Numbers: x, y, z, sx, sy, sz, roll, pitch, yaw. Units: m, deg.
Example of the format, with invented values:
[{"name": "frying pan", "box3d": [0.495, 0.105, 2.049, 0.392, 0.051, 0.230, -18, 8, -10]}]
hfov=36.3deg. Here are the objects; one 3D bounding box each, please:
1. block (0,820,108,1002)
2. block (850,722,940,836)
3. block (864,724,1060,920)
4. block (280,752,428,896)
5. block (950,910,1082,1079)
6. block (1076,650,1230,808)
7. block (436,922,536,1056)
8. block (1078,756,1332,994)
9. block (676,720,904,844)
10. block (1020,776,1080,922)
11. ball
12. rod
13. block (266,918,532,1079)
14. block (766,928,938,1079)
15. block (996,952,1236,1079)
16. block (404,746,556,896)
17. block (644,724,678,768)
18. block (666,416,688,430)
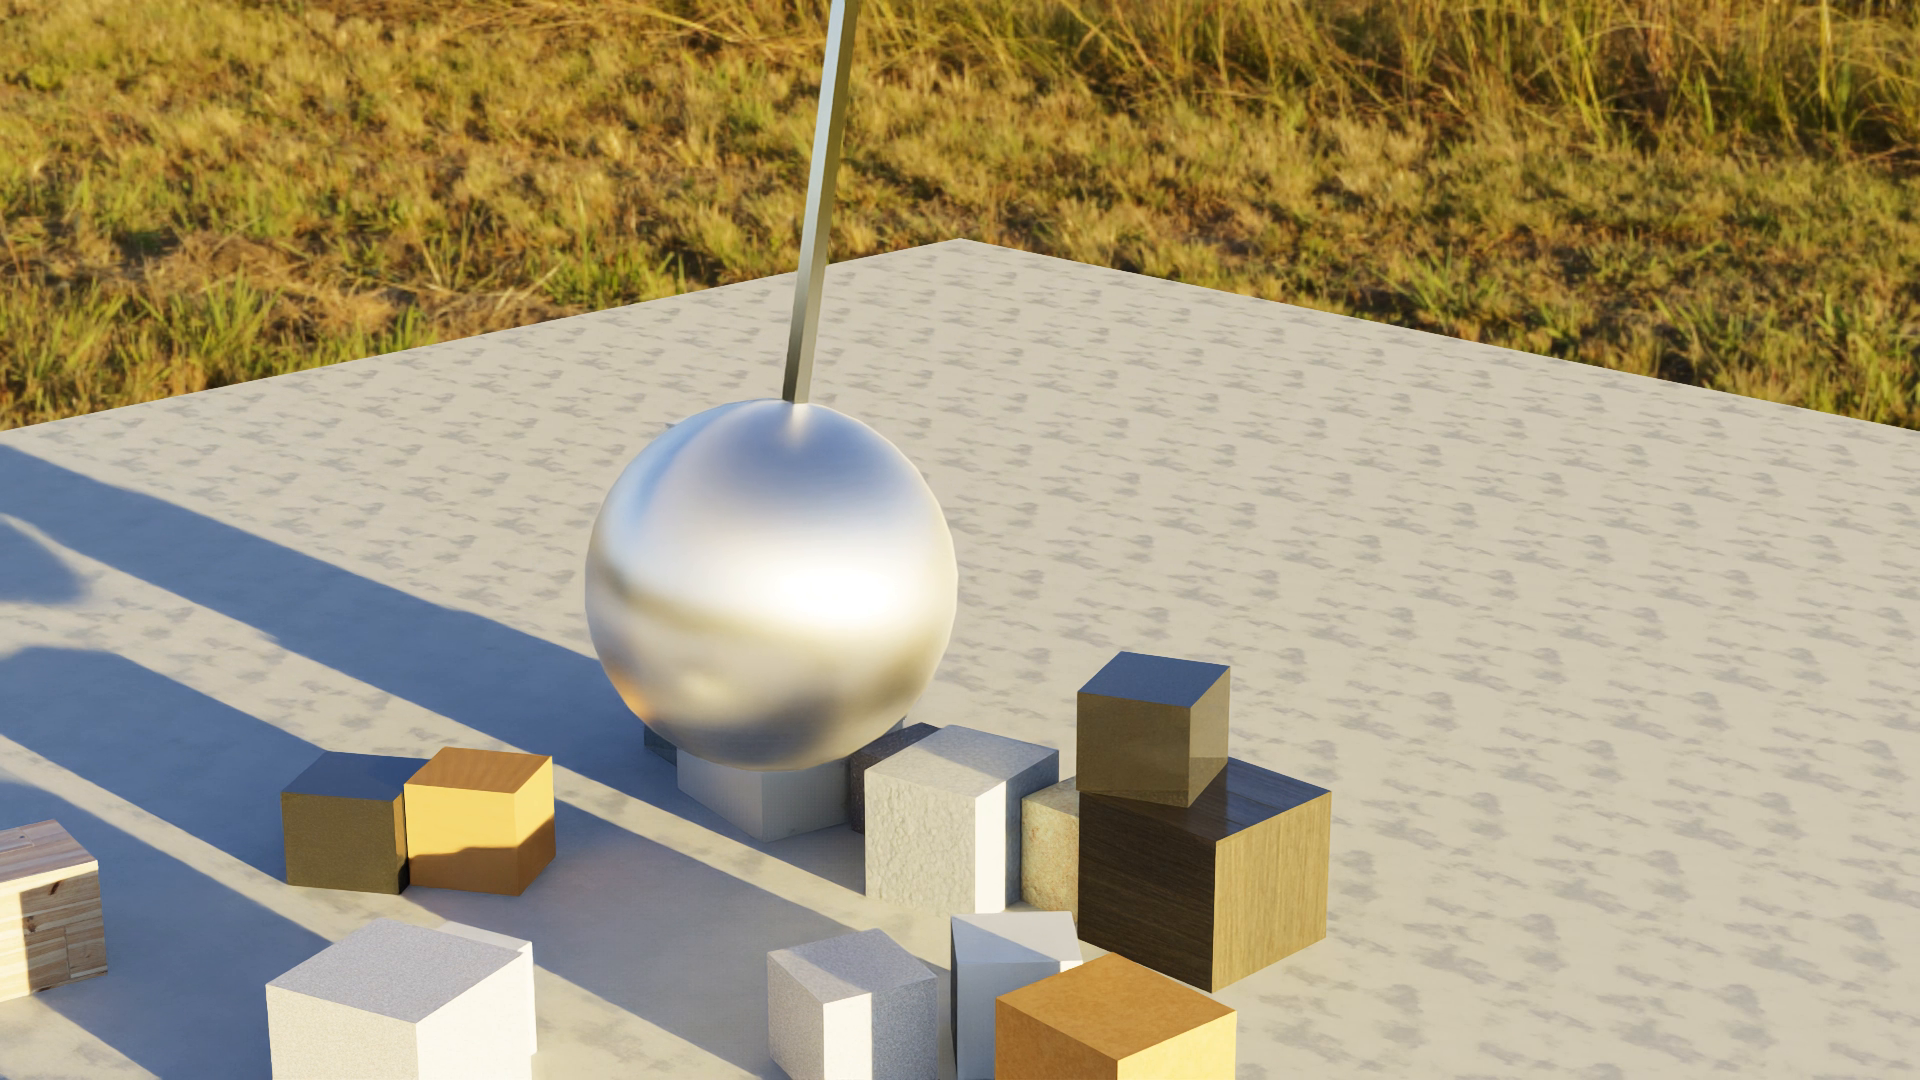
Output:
[{"name": "block", "box3d": [-4.010, 1.577, 12.452, 0.562, 0.524, 0.547, -12, 21, -33]}, {"name": "block", "box3d": [-0.182, 1.178, 13.896, 0.471, 0.420, 0.474, 16, 24, 42]}, {"name": "block", "box3d": [0.012, 1.279, 13.251, 0.592, 0.613, 0.689, 11, 21, 32]}, {"name": "block", "box3d": [-2.745, 1.295, 13.463, 0.539, 0.457, 0.511, 4, 18, 11]}, {"name": "block", "box3d": [0.220, 1.817, 11.725, 0.489, 0.502, 0.464, -1, 17, -3]}, {"name": "block", "box3d": [0.839, 0.813, 12.699, 0.507, 0.453, 0.558, 7, 19, 21]}, {"name": "block", "box3d": [-1.994, 1.858, 11.627, 0.409, 0.483, 0.460, 9, 20, 28]}, {"name": "block", "box3d": [1.056, 1.410, 12.706, 0.765, 0.691, 0.771, 17, 24, 42]}, {"name": "block", "box3d": [-0.832, 0.869, 14.215, 0.789, 0.818, 0.827, -11, 21, -32]}, {"name": "block", "box3d": [0.613, 1.374, 13.142, 0.450, 0.498, 0.512, 16, 23, 41]}, {"name": "ball", "box3d": [-0.808, 0.193, 12.556, 1.600, 1.600, 1.600, 0, 17, 0]}, {"name": "rod", "box3d": [-0.350, -3.128, 11.992, 0.080, 5.200, 0.080, 17, 13, 42]}, {"name": "block", "box3d": [-2.098, 1.931, 11.032, 0.689, 0.701, 0.665, 9, 20, 26]}, {"name": "block", "box3d": [-0.426, 1.885, 11.586, 0.494, 0.455, 0.516, -9, 20, -27]}, {"name": "block", "box3d": [0.572, 2.011, 10.888, 0.600, 0.634, 0.656, -14, 23, -39]}, {"name": "block", "box3d": [-2.193, 1.284, 13.430, 0.527, 0.498, 0.470, 4, 18, 12]}, {"name": "block", "box3d": [-1.223, 0.794, 14.833, 0.569, 0.590, 0.553, -11, 21, -32]}, {"name": "block", "box3d": [-1.039, -0.325, 13.988, 0.501, 0.499, 0.511, 15, 23, 40]}]
